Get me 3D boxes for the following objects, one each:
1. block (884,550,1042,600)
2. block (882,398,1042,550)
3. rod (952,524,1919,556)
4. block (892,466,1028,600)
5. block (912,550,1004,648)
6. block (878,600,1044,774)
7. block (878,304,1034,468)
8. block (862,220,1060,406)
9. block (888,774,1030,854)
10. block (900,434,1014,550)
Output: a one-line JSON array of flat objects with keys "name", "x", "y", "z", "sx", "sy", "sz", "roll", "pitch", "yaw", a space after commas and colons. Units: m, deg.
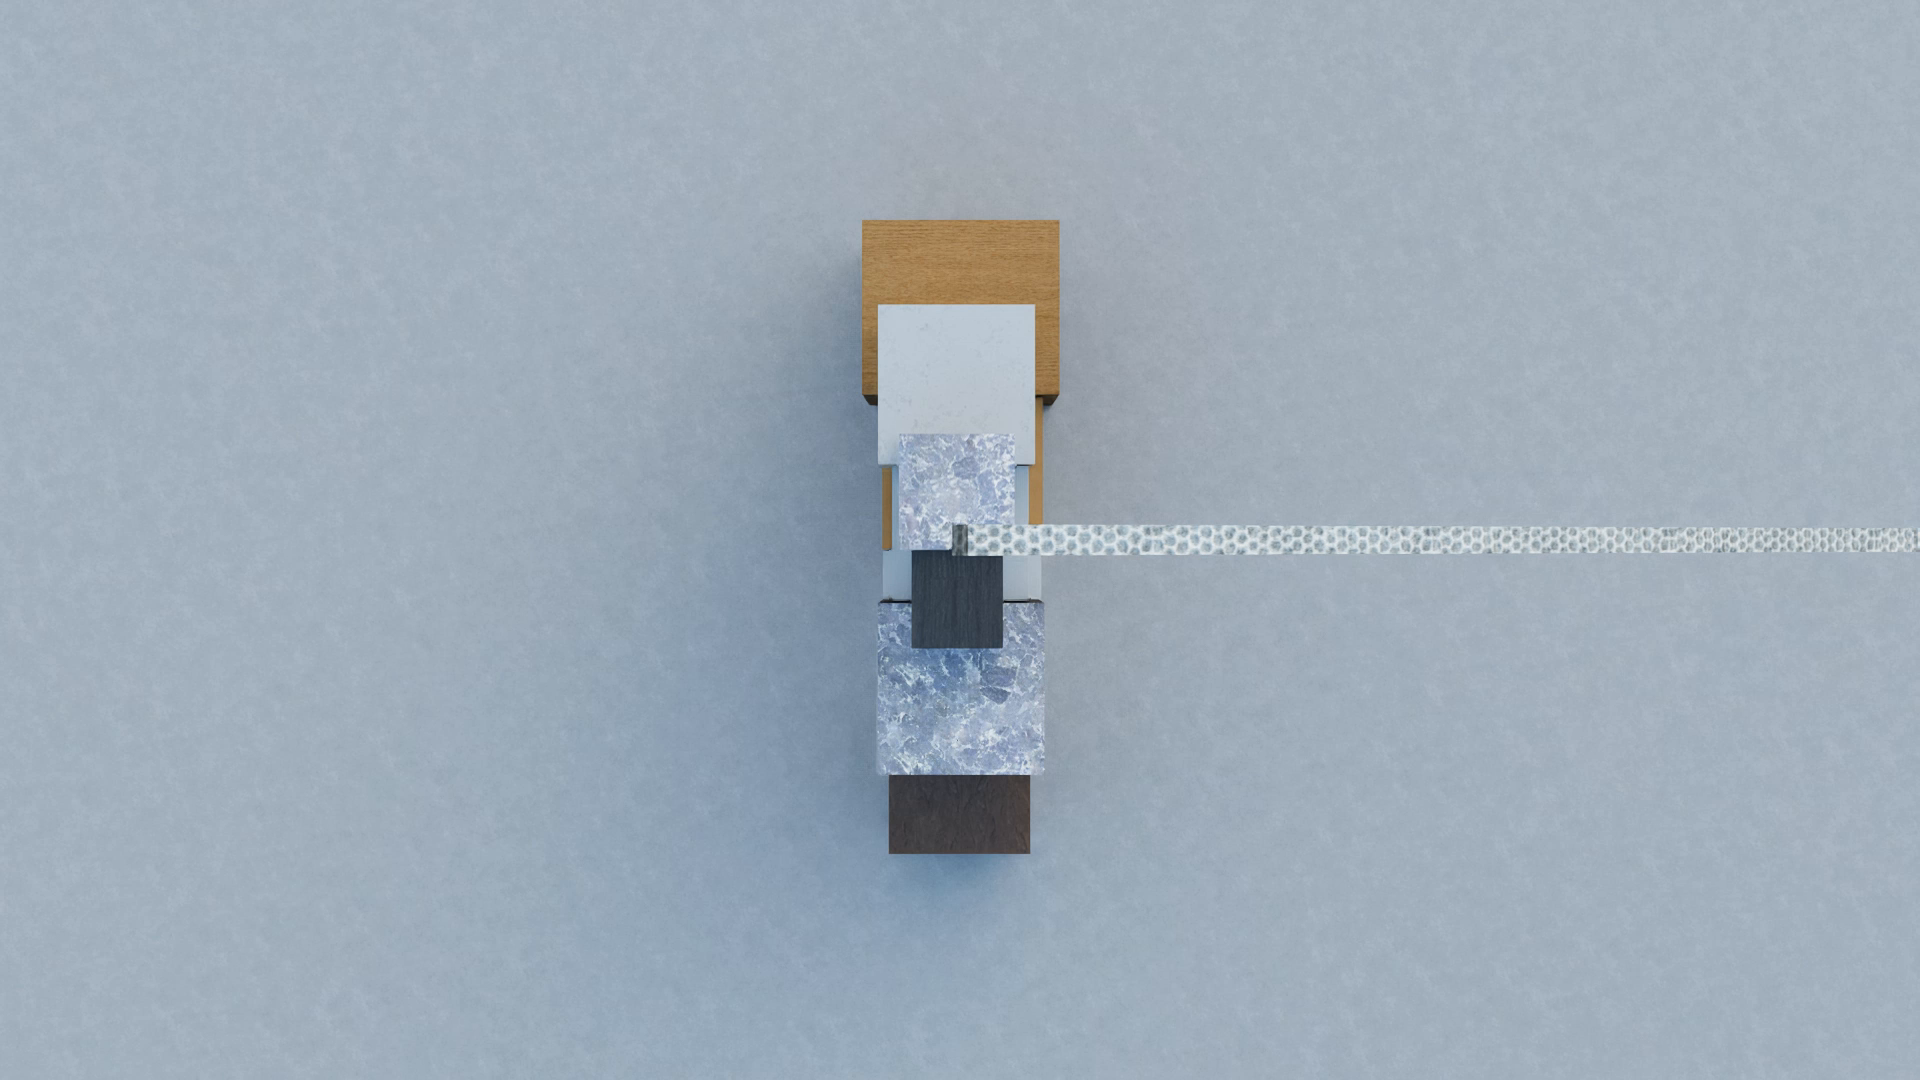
[{"name": "block", "x": 0.012, "y": 0.525, "z": 12.514, "sx": 0.864, "sy": 0.973, "sz": 0.930, "roll": 0, "pitch": 90, "yaw": 0}, {"name": "block", "x": 0.014, "y": -0.368, "z": 12.560, "sx": 0.884, "sy": 0.879, "sz": 0.836, "roll": 0, "pitch": 90, "yaw": 0}, {"name": "rod", "x": 2.234, "y": 0.000, "z": 6.976, "sx": 5.200, "sy": 0.080, "sz": 0.080, "roll": 0, "pitch": 90, "yaw": -31}, {"name": "block", "x": 0.002, "y": -0.037, "z": 11.692, "sx": 0.706, "sy": 0.672, "sz": 0.693, "roll": 0, "pitch": 89, "yaw": 0}, {"name": "block", "x": -0.013, "y": 0.289, "z": 11.032, "sx": 0.449, "sy": 0.477, "sz": 0.487, "roll": 0, "pitch": 90, "yaw": 0}, {"name": "block", "x": 0.006, "y": 0.763, "z": 11.649, "sx": 0.855, "sy": 0.757, "sz": 0.879, "roll": 0, "pitch": 90, "yaw": 0}, {"name": "block", "x": -0.018, "y": -0.795, "z": 11.620, "sx": 0.801, "sy": 0.798, "sz": 0.813, "roll": 0, "pitch": 90, "yaw": 0}, {"name": "block", "x": 0.004, "y": -1.273, "z": 12.510, "sx": 1.079, "sy": 0.981, "sz": 0.954, "roll": 0, "pitch": 90, "yaw": 0}, {"name": "block", "x": -0.002, "y": 1.375, "z": 12.629, "sx": 0.789, "sy": 0.741, "sz": 0.750, "roll": 0, "pitch": 90, "yaw": 0}, {"name": "block", "x": -0.015, "y": -0.241, "z": 10.987, "sx": 0.564, "sy": 0.478, "sz": 0.564, "roll": 0, "pitch": 91, "yaw": 0}]
